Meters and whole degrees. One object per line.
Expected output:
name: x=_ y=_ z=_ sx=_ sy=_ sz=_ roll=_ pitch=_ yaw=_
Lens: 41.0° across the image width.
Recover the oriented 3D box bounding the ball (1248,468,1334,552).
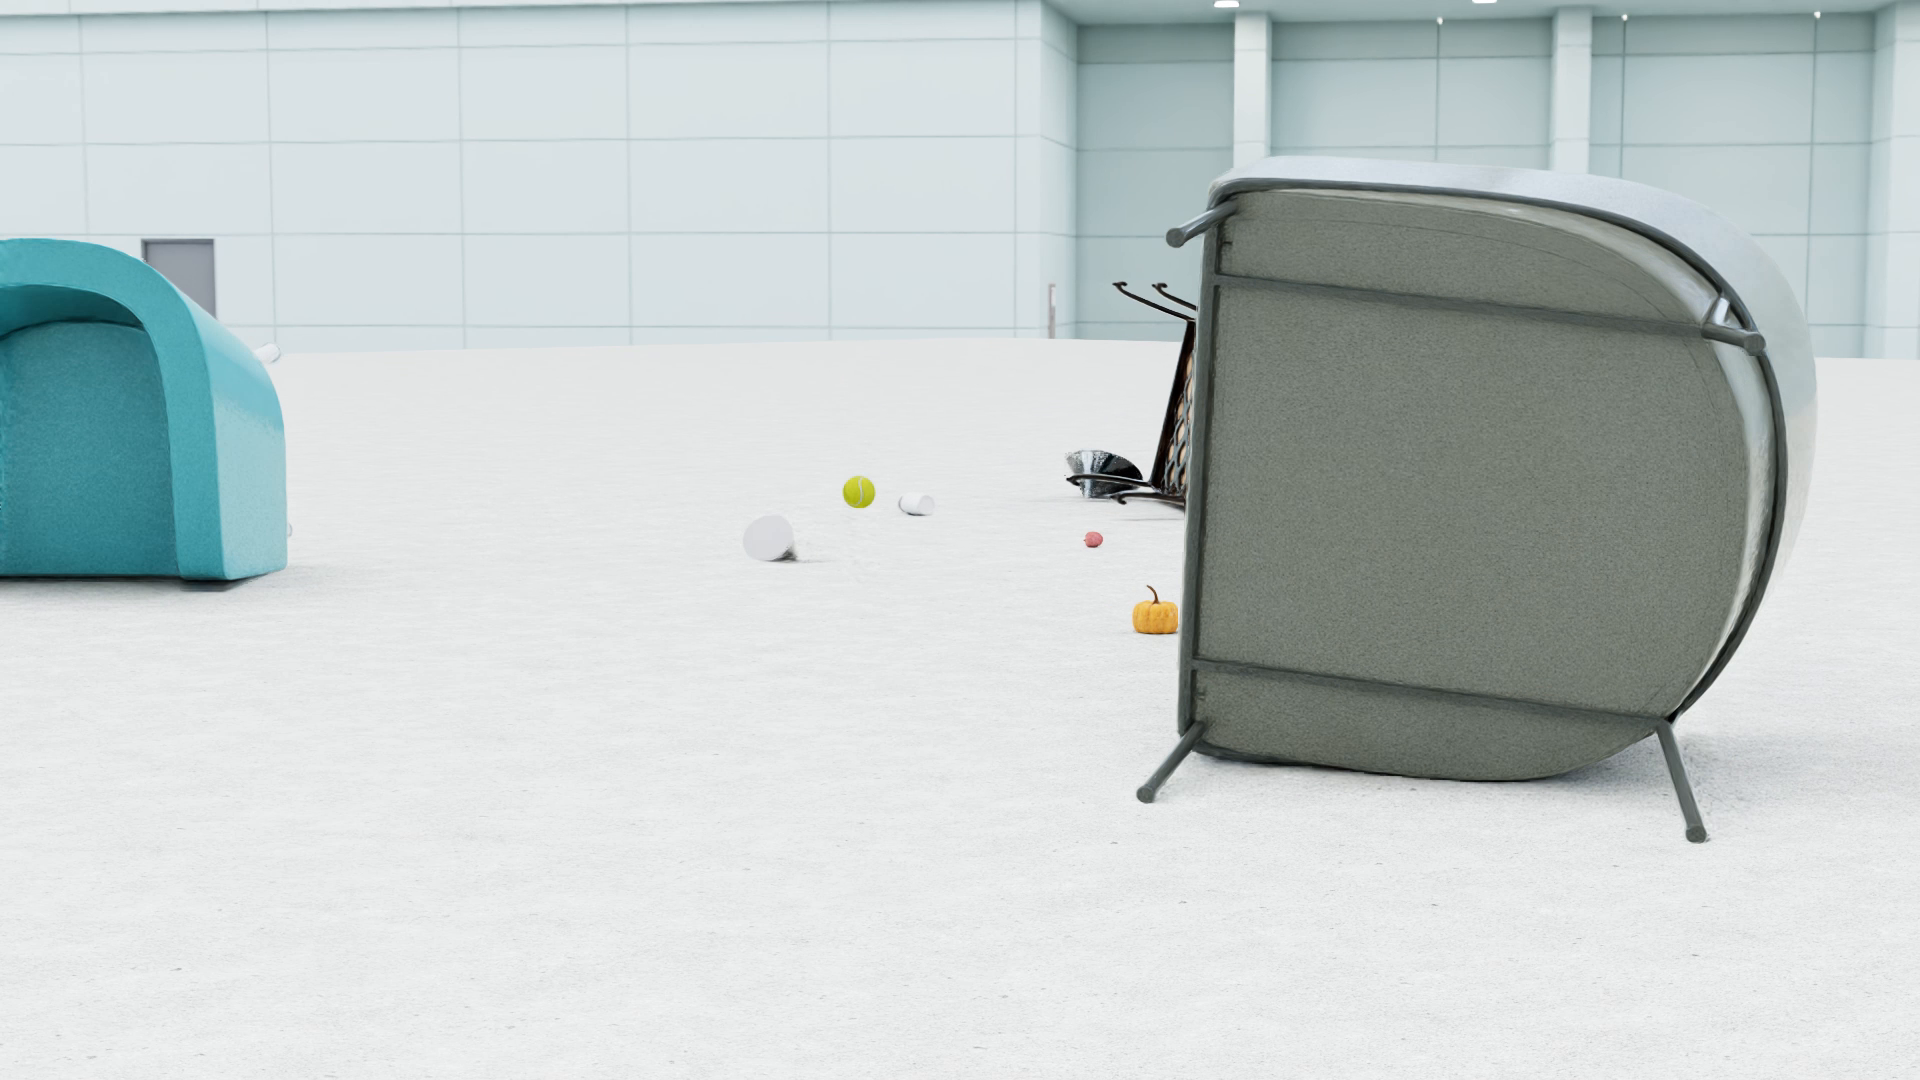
ball: x=0.787 y=-0.071 z=6.111 sx=0.204 sy=0.204 sz=0.204 roll=0 pitch=6 yaw=0

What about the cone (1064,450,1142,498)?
cone: x=0.401 y=-0.162 z=7.634 sx=0.282 sy=0.188 sz=0.112 roll=1 pitch=45 yaw=42

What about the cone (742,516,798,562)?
cone: x=-0.414 y=0.017 z=5.992 sx=0.176 sy=0.116 sz=0.107 roll=11 pitch=-16 yaw=47
